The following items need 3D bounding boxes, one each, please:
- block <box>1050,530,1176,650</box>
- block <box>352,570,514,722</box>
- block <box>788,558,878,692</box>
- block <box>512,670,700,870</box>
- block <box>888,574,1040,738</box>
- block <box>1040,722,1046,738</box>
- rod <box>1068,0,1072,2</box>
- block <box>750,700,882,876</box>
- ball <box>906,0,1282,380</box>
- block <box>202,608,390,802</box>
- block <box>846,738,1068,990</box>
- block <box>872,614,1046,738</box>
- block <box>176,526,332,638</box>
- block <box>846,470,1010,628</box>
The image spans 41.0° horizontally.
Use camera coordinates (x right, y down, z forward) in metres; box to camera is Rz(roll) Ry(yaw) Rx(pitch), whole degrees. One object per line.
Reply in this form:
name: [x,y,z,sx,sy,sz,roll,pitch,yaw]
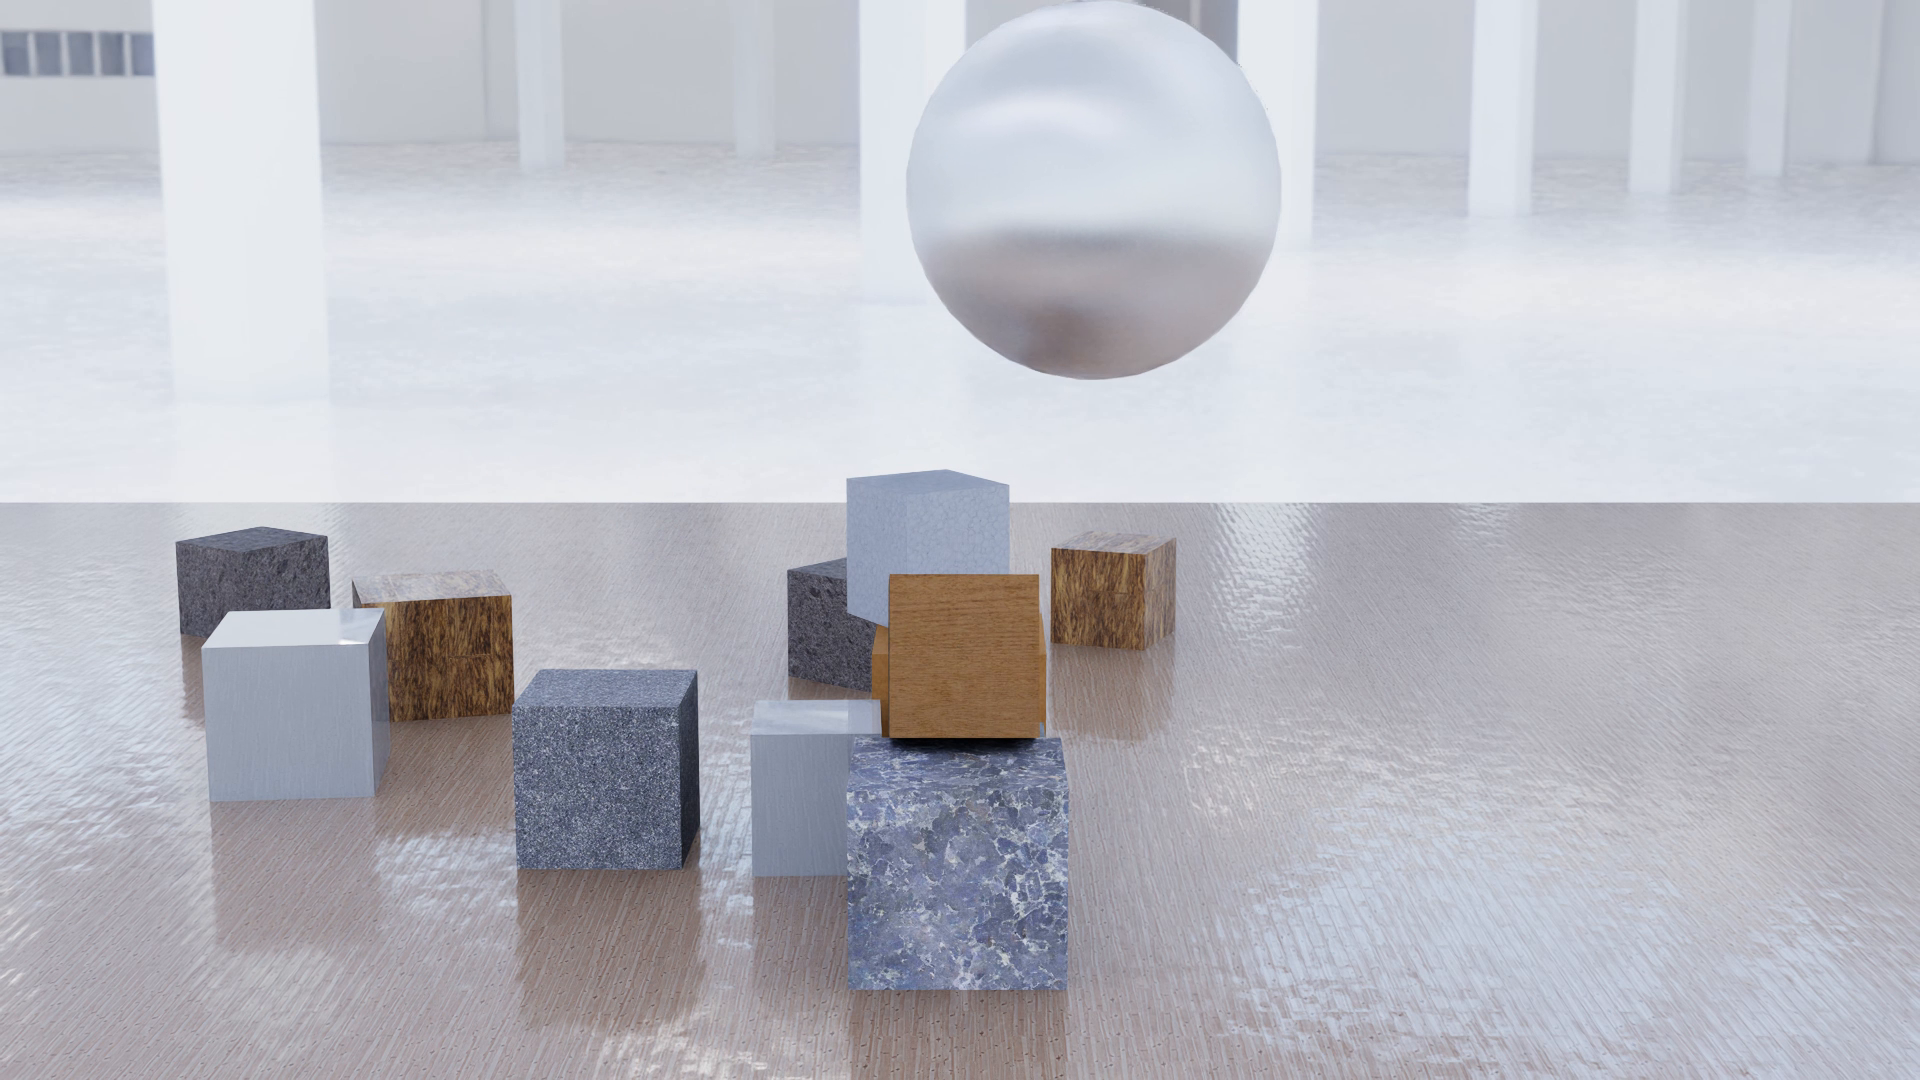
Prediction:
block: [0.971,0.311,16.171,0.613,0.603,0.653,4,11,21]
block: [-2.974,0.587,14.460,0.806,0.672,0.787,-3,11,-17]
block: [-0.526,0.480,15.141,0.690,0.638,0.696,8,13,39]
block: [-1.607,1.040,11.758,0.739,0.748,0.722,0,10,1]
block: [0.006,0.491,10.680,0.605,0.659,0.677,0,-4,-2]
block: [0.034,1.200,11.010,0.664,0.700,0.633,0,10,0]
rod: [0.246,-4.811,10.306,0.080,5.200,0.080,-5,10,1]
block: [-0.645,1.115,11.625,0.576,0.647,0.625,0,10,-2]
ball: [0.567,-1.481,10.911,1.600,1.600,1.600,0,10,0]
block: [-3.325,0.816,12.925,0.790,0.771,0.855,-1,10,-7]
block: [-0.009,1.282,10.288,0.850,0.797,0.808,0,10,0]
block: [0.000,0.867,12.408,0.809,0.854,0.926,0,10,0]
block: [-4.497,0.284,16.350,0.631,0.592,0.691,7,12,34]
block: [-0.160,0.048,12.627,0.577,0.679,0.597,-6,12,-31]
